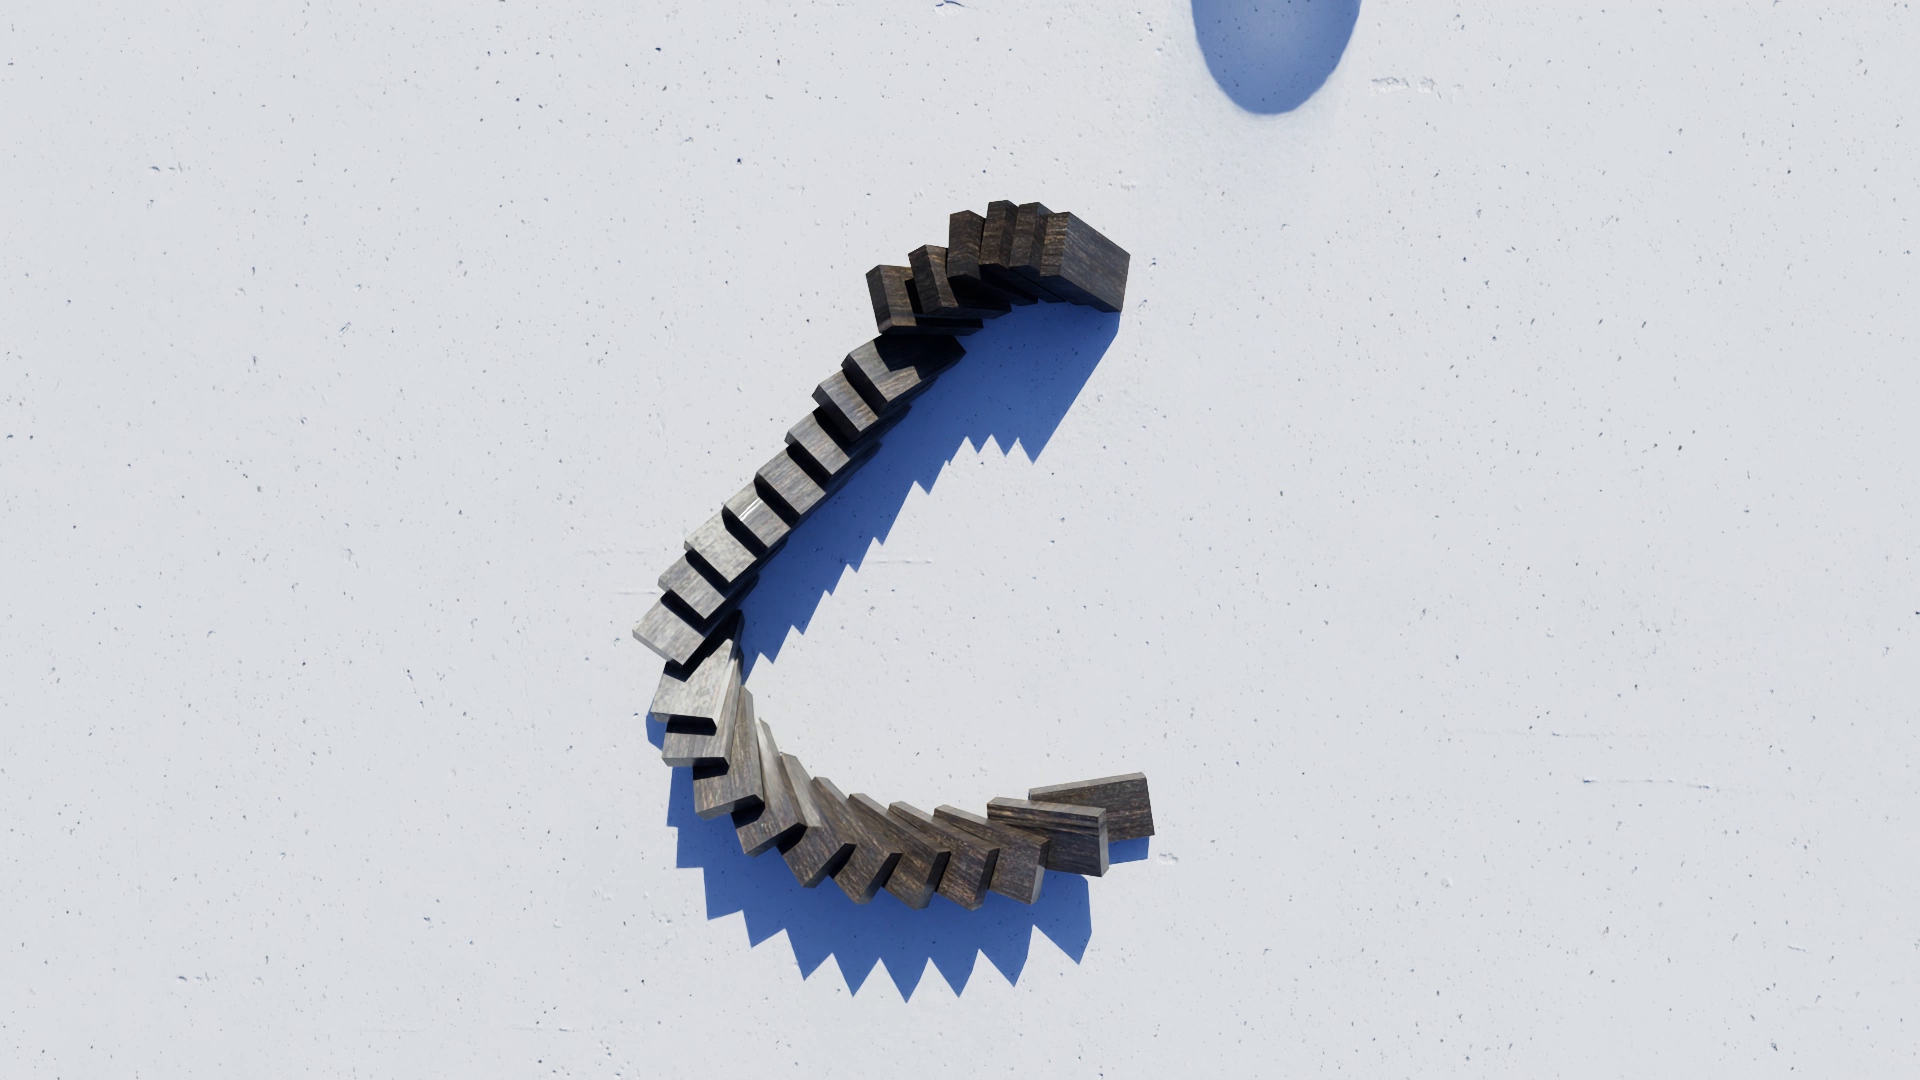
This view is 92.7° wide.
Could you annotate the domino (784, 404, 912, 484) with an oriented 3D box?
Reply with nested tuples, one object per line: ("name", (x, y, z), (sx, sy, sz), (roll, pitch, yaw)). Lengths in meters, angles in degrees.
("domino", (-0.046, -0.049, 0.384), (0.025, 0.009, 0.050), (45, 61, 0))

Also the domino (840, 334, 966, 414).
("domino", (-0.023, -0.075, 0.382), (0.025, 0.009, 0.050), (51, 54, 0))

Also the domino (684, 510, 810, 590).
("domino", (-0.088, -0.005, 0.383), (0.025, 0.009, 0.050), (43, 60, 2))

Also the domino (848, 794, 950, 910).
("domino", (-0.030, 0.129, 0.382), (0.050, 0.010, 0.025), (22, 90, 34))

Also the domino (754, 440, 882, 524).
("domino", (-0.059, -0.033, 0.383), (0.025, 0.010, 0.050), (45, 60, 0))

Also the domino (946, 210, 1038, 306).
("domino", (0.015, -0.115, 0.378), (0.010, 0.050, 0.025), (3, 90, 39))

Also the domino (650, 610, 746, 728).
("domino", (-0.108, 0.052, 0.381), (0.025, 0.009, 0.050), (5, 55, 2))

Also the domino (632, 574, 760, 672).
("domino", (-0.110, 0.027, 0.383), (0.025, 0.010, 0.050), (35, 59, 2))

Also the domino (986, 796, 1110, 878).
("domino", (0.036, 0.123, 0.383), (0.050, 0.010, 0.025), (-2, 93, 28))

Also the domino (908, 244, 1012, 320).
("domino", (0.001, -0.105, 0.377), (0.010, 0.050, 0.025), (-15, 90, 37))

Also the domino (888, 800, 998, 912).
("domino", (-0.010, 0.131, 0.383), (0.050, 0.009, 0.025), (16, 90, 30))

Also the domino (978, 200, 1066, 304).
("domino", (0.028, -0.118, 0.378), (0.010, 0.050, 0.025), (9, 90, 39))

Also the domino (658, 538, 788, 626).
("domino", (-0.099, 0.009, 0.383), (0.025, 0.010, 0.050), (42, 60, 0))

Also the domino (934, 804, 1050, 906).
("domino", (0.011, 0.131, 0.384), (0.050, 0.010, 0.025), (10, 90, 27))

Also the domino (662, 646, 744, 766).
("domino", (-0.106, 0.069, 0.382), (0.025, 0.010, 0.050), (-1, 55, 0))

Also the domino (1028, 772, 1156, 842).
("domino", (0.057, 0.117, 0.395), (0.050, 0.010, 0.025), (-9, 90, 0))

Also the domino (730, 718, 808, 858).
("domino", (-0.085, 0.103, 0.383), (0.025, 0.010, 0.050), (-31, 59, 0))

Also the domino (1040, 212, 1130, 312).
("domino", (0.052, -0.113, 0.378), (0.010, 0.050, 0.025), (9, 90, 39))

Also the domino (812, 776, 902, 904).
("domino", (-0.050, 0.125, 0.382), (0.050, 0.010, 0.025), (34, 90, 33))

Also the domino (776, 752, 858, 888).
("domino", (-0.067, 0.116, 0.382), (0.025, 0.010, 0.050), (-46, 57, 1))

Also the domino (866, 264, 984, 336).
("domino", (-0.014, -0.099, 0.379), (0.050, 0.010, 0.025), (-11, 86, -42))

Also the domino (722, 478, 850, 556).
("domino", (-0.072, -0.019, 0.383), (0.025, 0.009, 0.050), (45, 60, 0))

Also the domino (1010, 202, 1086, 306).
("domino", (0.040, -0.117, 0.377), (0.010, 0.050, 0.025), (9, 89, 39))

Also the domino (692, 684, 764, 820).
("domino", (-0.098, 0.088, 0.381), (0.025, 0.010, 0.050), (-18, 53, 2))

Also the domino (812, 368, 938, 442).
("domino", (-0.035, -0.064, 0.381), (0.025, 0.010, 0.050), (49, 54, 0))
